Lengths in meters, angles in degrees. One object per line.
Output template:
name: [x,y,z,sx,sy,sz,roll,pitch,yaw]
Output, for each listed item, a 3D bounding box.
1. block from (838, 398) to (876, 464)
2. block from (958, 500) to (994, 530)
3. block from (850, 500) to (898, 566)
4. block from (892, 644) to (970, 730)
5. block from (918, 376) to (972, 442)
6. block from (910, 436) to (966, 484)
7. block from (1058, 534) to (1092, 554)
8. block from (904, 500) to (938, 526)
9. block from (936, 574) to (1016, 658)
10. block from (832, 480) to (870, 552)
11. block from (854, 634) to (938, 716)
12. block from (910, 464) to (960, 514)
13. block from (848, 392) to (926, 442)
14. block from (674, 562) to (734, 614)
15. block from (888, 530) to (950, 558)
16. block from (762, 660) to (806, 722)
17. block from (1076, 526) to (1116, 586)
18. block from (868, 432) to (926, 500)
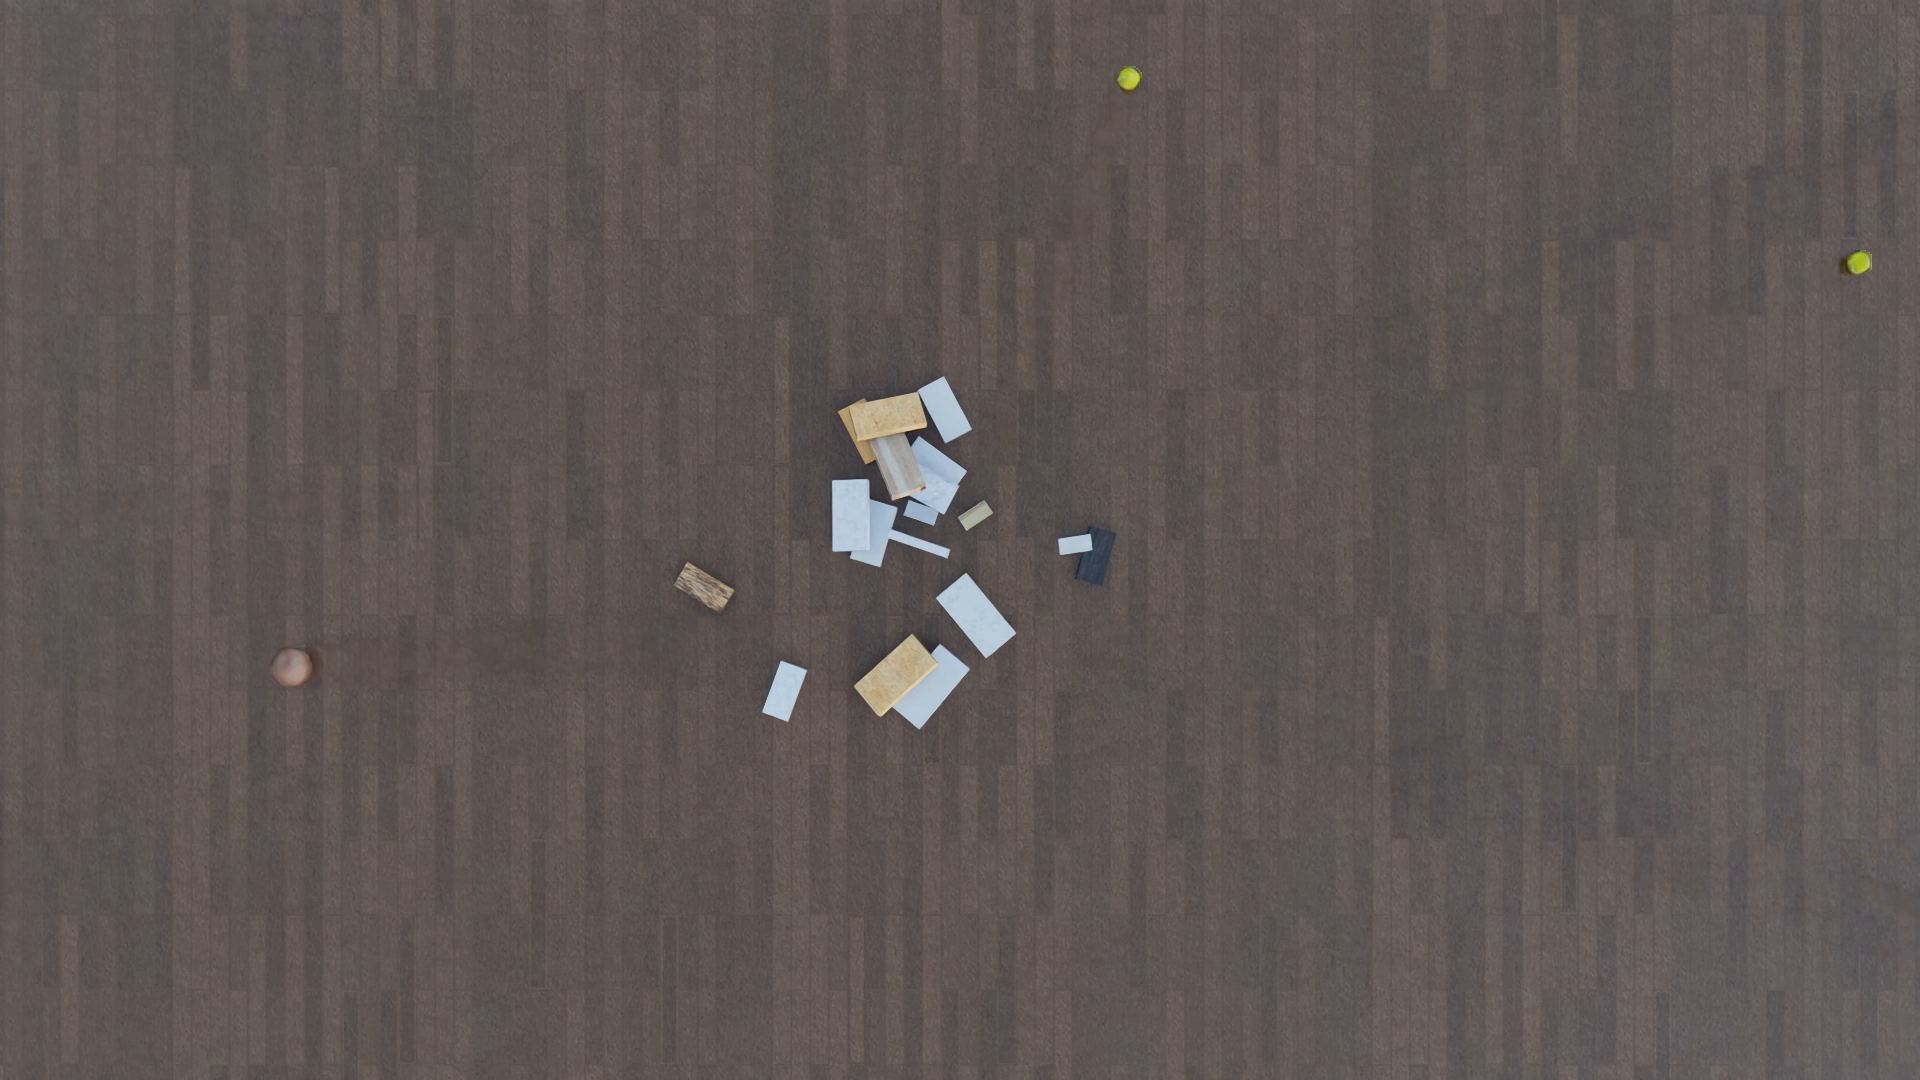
block: [-0.315,-0.361,5.486,0.099,0.028,0.198,-28,90,0]
block: [0.051,-0.082,5.492,0.106,0.015,0.053,-34,90,0]
block: [-0.286,-0.024,5.485,0.103,0.029,0.206,17,90,0]
block: [-0.101,0.486,5.482,0.130,0.037,0.260,40,90,0]
block: [-0.051,-0.432,5.486,0.099,0.028,0.198,-28,90,0]
block: [-0.086,-0.247,5.486,0.198,0.028,0.099,36,90,0]
block: [0.383,0.015,5.476,0.106,0.015,0.053,-9,83,15]
block: [-0.129,-0.091,5.492,0.106,0.015,0.053,19,90,0]
block: [0.053,0.250,5.482,0.130,0.037,0.260,-40,90,0]
block: [-0.361,-0.080,5.462,0.117,0.033,0.235,-2,86,13]
block: [-0.210,0.448,5.457,0.260,0.037,0.130,-42,73,3]
block: [-0.118,-0.181,5.464,0.206,0.029,0.103,29,110,3]
block: [-0.239,-0.407,5.442,0.235,0.033,0.117,-12,67,-10]
block: [-0.850,0.158,5.487,0.181,0.026,0.090,31,90,0]
block: [-0.135,0.012,5.448,0.206,0.103,0.029,19,90,0]
block: [-0.583,0.502,5.487,0.090,0.026,0.181,20,90,0]
block: [0.451,0.053,5.487,0.090,0.026,0.181,15,90,0]
block: [-0.209,-0.258,5.413,0.117,0.033,0.244,-18,68,-12]
